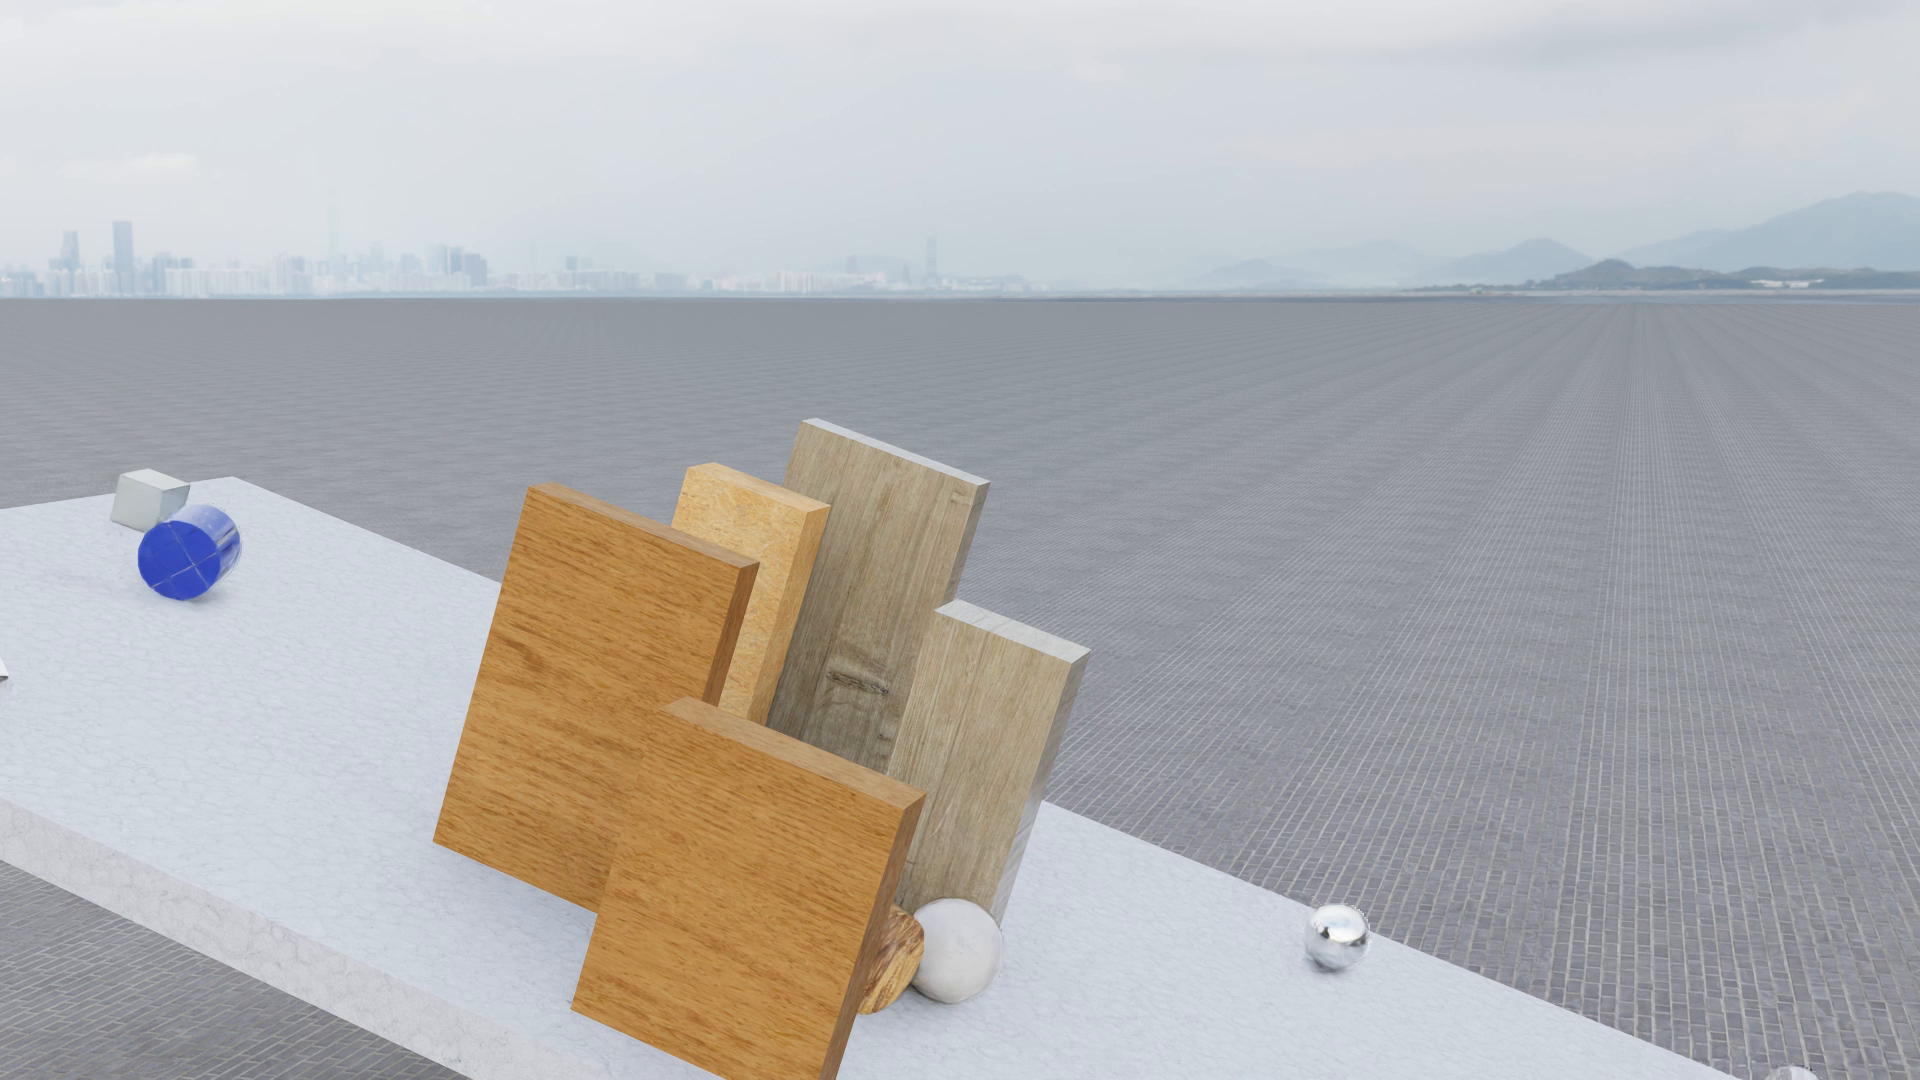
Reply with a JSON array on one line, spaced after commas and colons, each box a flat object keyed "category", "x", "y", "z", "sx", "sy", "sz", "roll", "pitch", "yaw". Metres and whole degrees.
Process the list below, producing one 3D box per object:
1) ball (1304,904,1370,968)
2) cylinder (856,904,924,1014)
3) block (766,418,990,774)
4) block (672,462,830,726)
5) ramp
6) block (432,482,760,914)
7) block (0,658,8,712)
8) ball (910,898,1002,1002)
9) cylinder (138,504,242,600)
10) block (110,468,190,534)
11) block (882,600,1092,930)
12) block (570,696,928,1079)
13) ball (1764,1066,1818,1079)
[{"category": "ball", "x": 0.788, "y": 0.829, "z": 4.600, "sx": 0.134, "sy": 0.134, "sz": 0.134, "roll": 0, "pitch": 7, "yaw": 0}, {"category": "cylinder", "x": -0.192, "y": 0.679, "z": 3.741, "sx": 0.186, "sy": 0.186, "sz": 0.186, "roll": 27, "pitch": 23, "yaw": 39}, {"category": "block", "x": -0.244, "y": 0.129, "z": 4.933, "sx": 0.431, "sy": 0.698, "sz": 0.098, "roll": 20, "pitch": 12, "yaw": 14}, {"category": "block", "x": -0.503, "y": 0.168, "z": 4.624, "sx": 0.276, "sy": 0.598, "sz": 0.137, "roll": 20, "pitch": 12, "yaw": 14}, {"category": "ramp", "x": -0.357, "y": 0.675, "z": 4.226, "sx": 4.000, "sy": 0.100, "sz": 2.000, "roll": 20, "pitch": 12, "yaw": 14}, {"category": "block", "x": -0.628, "y": 0.281, "z": 3.767, "sx": 0.403, "sy": 0.661, "sz": 0.088, "roll": 20, "pitch": 12, "yaw": 14}, {"category": "block", "x": -1.681, "y": 0.256, "z": 3.670, "sx": 0.130, "sy": 0.130, "sz": 0.130, "roll": 9, "pitch": 14, "yaw": -36}, {"category": "ball", "x": -0.015, "y": 0.716, "z": 3.842, "sx": 0.180, "sy": 0.180, "sz": 0.180, "roll": 0, "pitch": 7, "yaw": 0}, {"category": "cylinder", "x": -1.643, "y": 0.024, "z": 4.692, "sx": 0.170, "sy": 0.170, "sz": 0.170, "roll": 0, "pitch": 13, "yaw": -3}, {"category": "block", "x": -1.854, "y": -0.086, "z": 5.036, "sx": 0.112, "sy": 0.112, "sz": 0.112, "roll": 19, "pitch": 12, "yaw": 8}, {"category": "block", "x": 0.008, "y": 0.447, "z": 4.062, "sx": 0.270, "sy": 0.606, "sz": 0.149, "roll": 20, "pitch": 12, "yaw": 14}, {"category": "block", "x": -0.325, "y": 0.552, "z": 3.348, "sx": 0.409, "sy": 0.505, "sz": 0.111, "roll": 20, "pitch": 12, "yaw": 14}, {"category": "ball", "x": 1.707, "y": 1.142, "z": 4.507, "sx": 0.127, "sy": 0.127, "sz": 0.127, "roll": 0, "pitch": 7, "yaw": 0}]
